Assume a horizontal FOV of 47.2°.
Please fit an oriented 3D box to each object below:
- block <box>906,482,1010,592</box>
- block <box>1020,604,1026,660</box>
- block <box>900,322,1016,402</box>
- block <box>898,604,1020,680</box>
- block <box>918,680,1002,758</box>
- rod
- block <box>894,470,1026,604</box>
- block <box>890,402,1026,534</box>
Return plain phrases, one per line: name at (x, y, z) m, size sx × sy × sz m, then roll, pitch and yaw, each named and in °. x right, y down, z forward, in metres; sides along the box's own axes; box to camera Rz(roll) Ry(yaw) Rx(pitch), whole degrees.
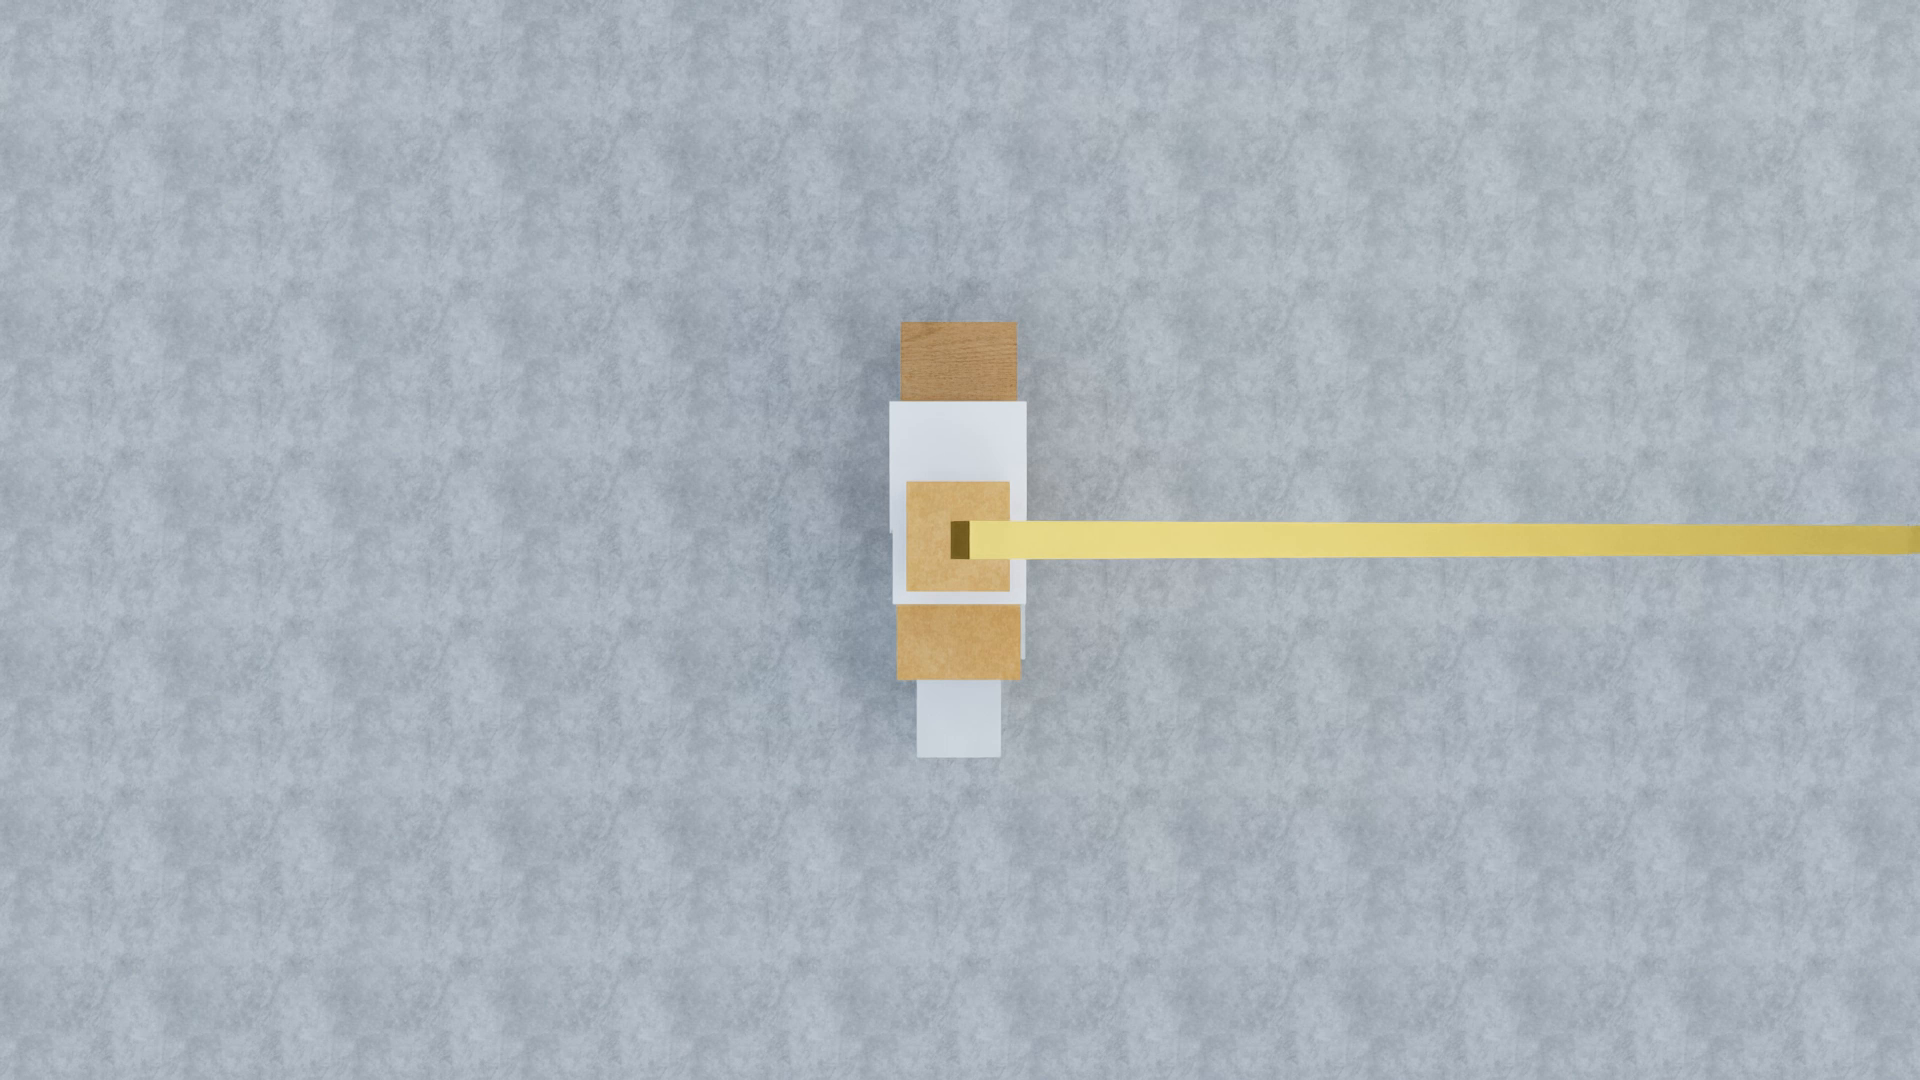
block at (-0.008, -0.013, 9.208) m, size 0.424 × 0.414 × 0.453 m, roll 0°, pitch 90°, yaw 0°
block at (0.014, 0.364, 12.662) m, size 0.701 × 0.677 × 0.609 m, roll 0°, pitch 90°, yaw 0°
block at (-0.007, -0.922, 12.701) m, size 0.656 × 0.598 × 0.615 m, roll 0°, pitch 90°, yaw 0°
block at (-0.005, 0.338, 11.413) m, size 0.623 × 0.679 × 0.737 m, roll 0°, pitch 90°, yaw 0°
block at (-0.005, 0.954, 12.722) m, size 0.475 × 0.557 × 0.551 m, roll 0°, pitch 90°, yaw 0°
rod at (2.234, 0.000, 5.930) m, size 5.200 × 0.080 × 0.080 m, roll 0°, pitch 90°, yaw -31°
block at (-0.002, -0.011, 9.689) m, size 0.570 × 0.549 × 0.574 m, roll 0°, pitch 90°, yaw 0°
block at (-0.010, -0.369, 11.472) m, size 0.693 × 0.687 × 0.669 m, roll 0°, pitch 90°, yaw 0°
